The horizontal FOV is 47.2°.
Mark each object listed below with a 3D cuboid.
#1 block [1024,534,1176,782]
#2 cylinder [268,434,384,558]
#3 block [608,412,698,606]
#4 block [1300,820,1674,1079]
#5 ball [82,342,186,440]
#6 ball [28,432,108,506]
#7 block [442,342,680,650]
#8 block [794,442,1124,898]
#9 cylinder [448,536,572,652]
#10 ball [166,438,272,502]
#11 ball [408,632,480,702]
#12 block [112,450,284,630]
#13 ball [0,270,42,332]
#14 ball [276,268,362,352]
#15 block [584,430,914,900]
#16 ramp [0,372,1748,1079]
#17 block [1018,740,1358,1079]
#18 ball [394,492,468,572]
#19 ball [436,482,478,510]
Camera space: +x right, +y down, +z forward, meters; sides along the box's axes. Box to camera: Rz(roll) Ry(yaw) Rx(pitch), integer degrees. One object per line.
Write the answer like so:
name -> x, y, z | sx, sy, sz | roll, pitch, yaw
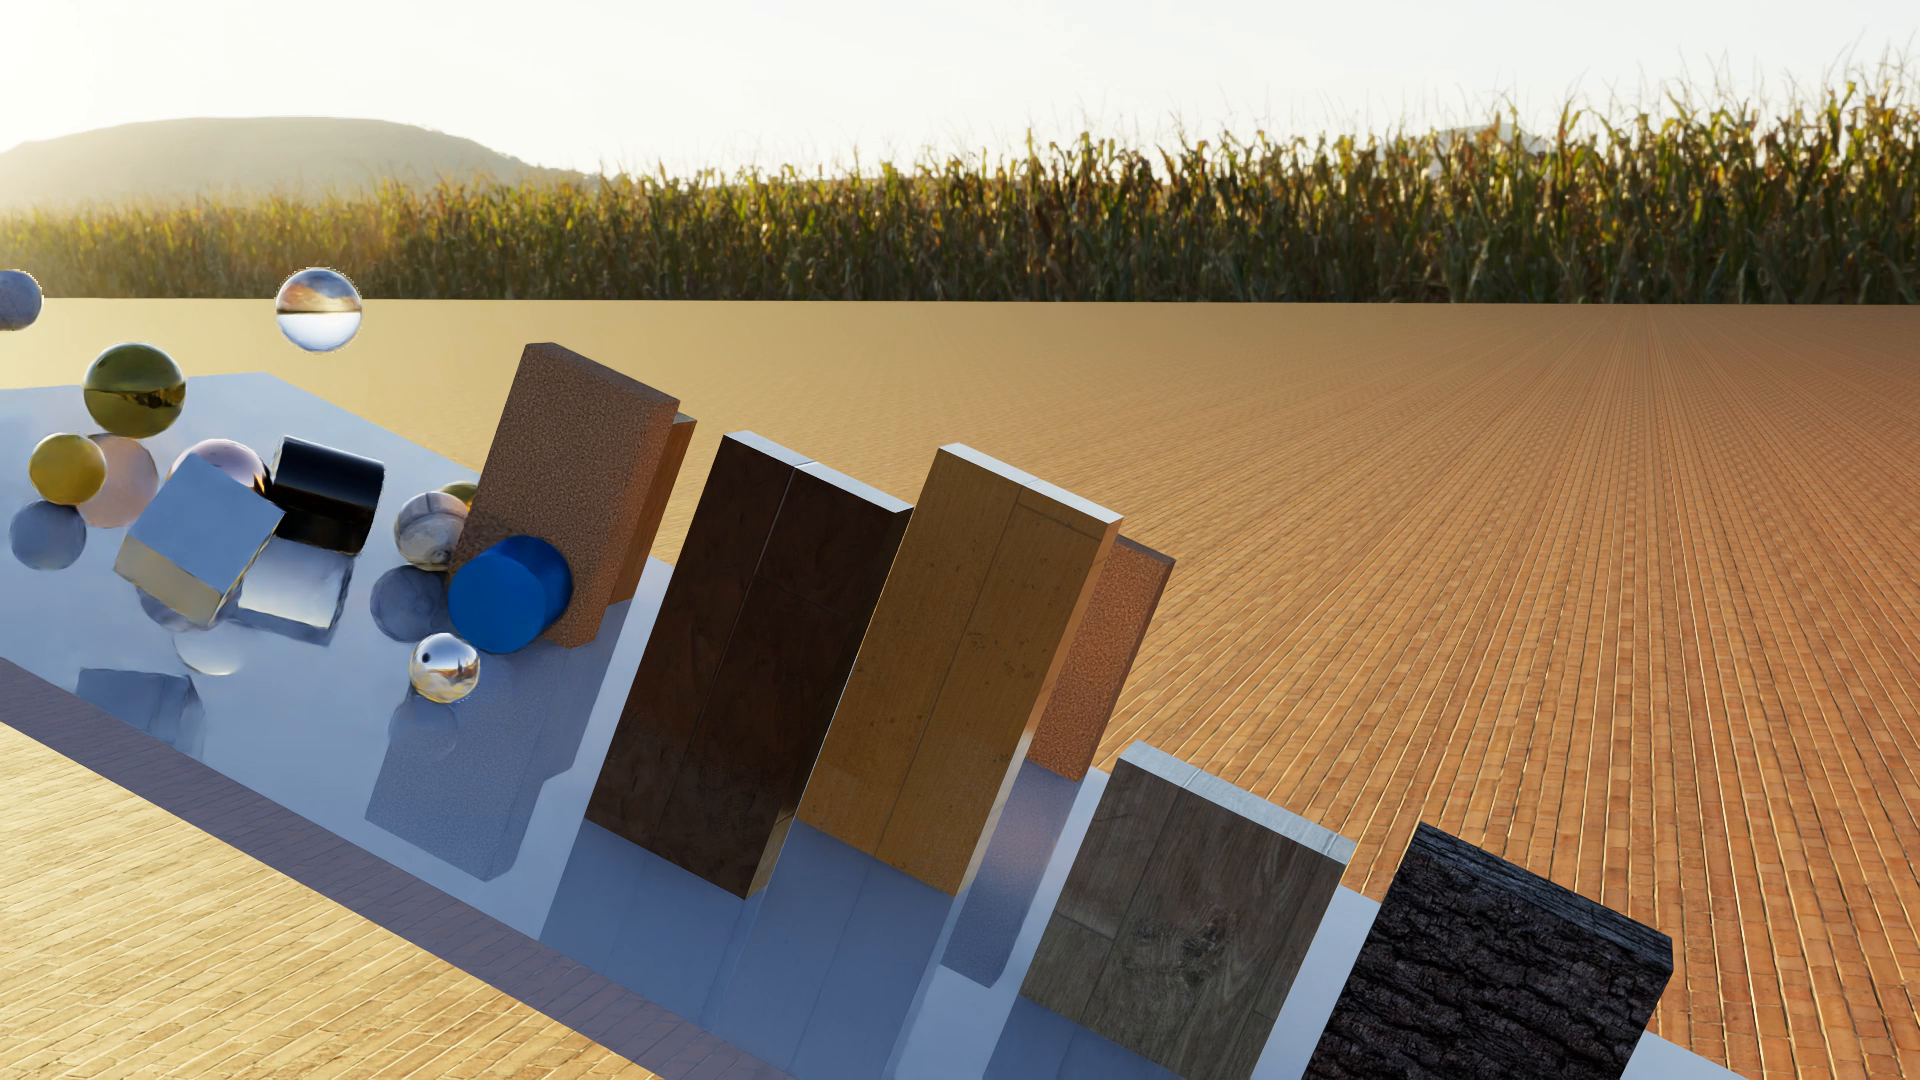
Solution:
block -> 0.202, 0.215, 4.932 | 0.379, 0.535, 0.099 | 25, 13, 13
cylinder -> -1.303, -0.089, 4.477 | 0.204, 0.204, 0.204 | 16, 0, -22
block -> -0.844, -0.135, 4.889 | 0.372, 0.436, 0.142 | 25, 13, 13
block -> 0.648, 0.779, 2.988 | 0.361, 0.687, 0.148 | 25, 13, 13
ball -> -1.753, -0.317, 4.672 | 0.208, 0.208, 0.208 | 0, 7, 0
ball -> -1.694, -0.135, 4.175 | 0.140, 0.140, 0.140 | 0, 7, 0
block -> -0.819, -0.093, 4.511 | 0.309, 0.545, 0.116 | 25, 13, 13
block -> -0.006, 0.236, 4.018 | 0.336, 0.749, 0.121 | 25, 13, 13
cylinder -> -0.892, 0.105, 4.367 | 0.195, 0.195, 0.195 | 1, 11, 6
ball -> -1.445, -0.098, 4.289 | 0.199, 0.199, 0.199 | 0, 7, 0
ball -> -0.927, 0.230, 3.956 | 0.126, 0.126, 0.126 | 0, 7, 0
block -> -1.288, 0.002, 3.717 | 0.182, 0.182, 0.182 | 35, -33, -12
ball -> -1.993, -0.501, 4.606 | 0.129, 0.129, 0.129 | 0, 7, 0
ball -> -1.374, -0.492, 4.714 | 0.178, 0.178, 0.178 | 0, 7, 0
block -> -0.356, 0.208, 3.660 | 0.316, 0.707, 0.102 | 25, 13, 13
ramp -> -0.306, 0.542, 4.194 | 4.000, 0.100, 2.000 | 25, 13, 13
block -> 0.380, 0.635, 3.683 | 0.406, 0.451, 0.145 | 25, 13, 13
ball -> -1.099, -0.018, 4.602 | 0.167, 0.167, 0.167 | 0, 7, 0
ball -> -1.077, -0.046, 4.765 | 0.163, 0.163, 0.163 | 0, 7, 0
